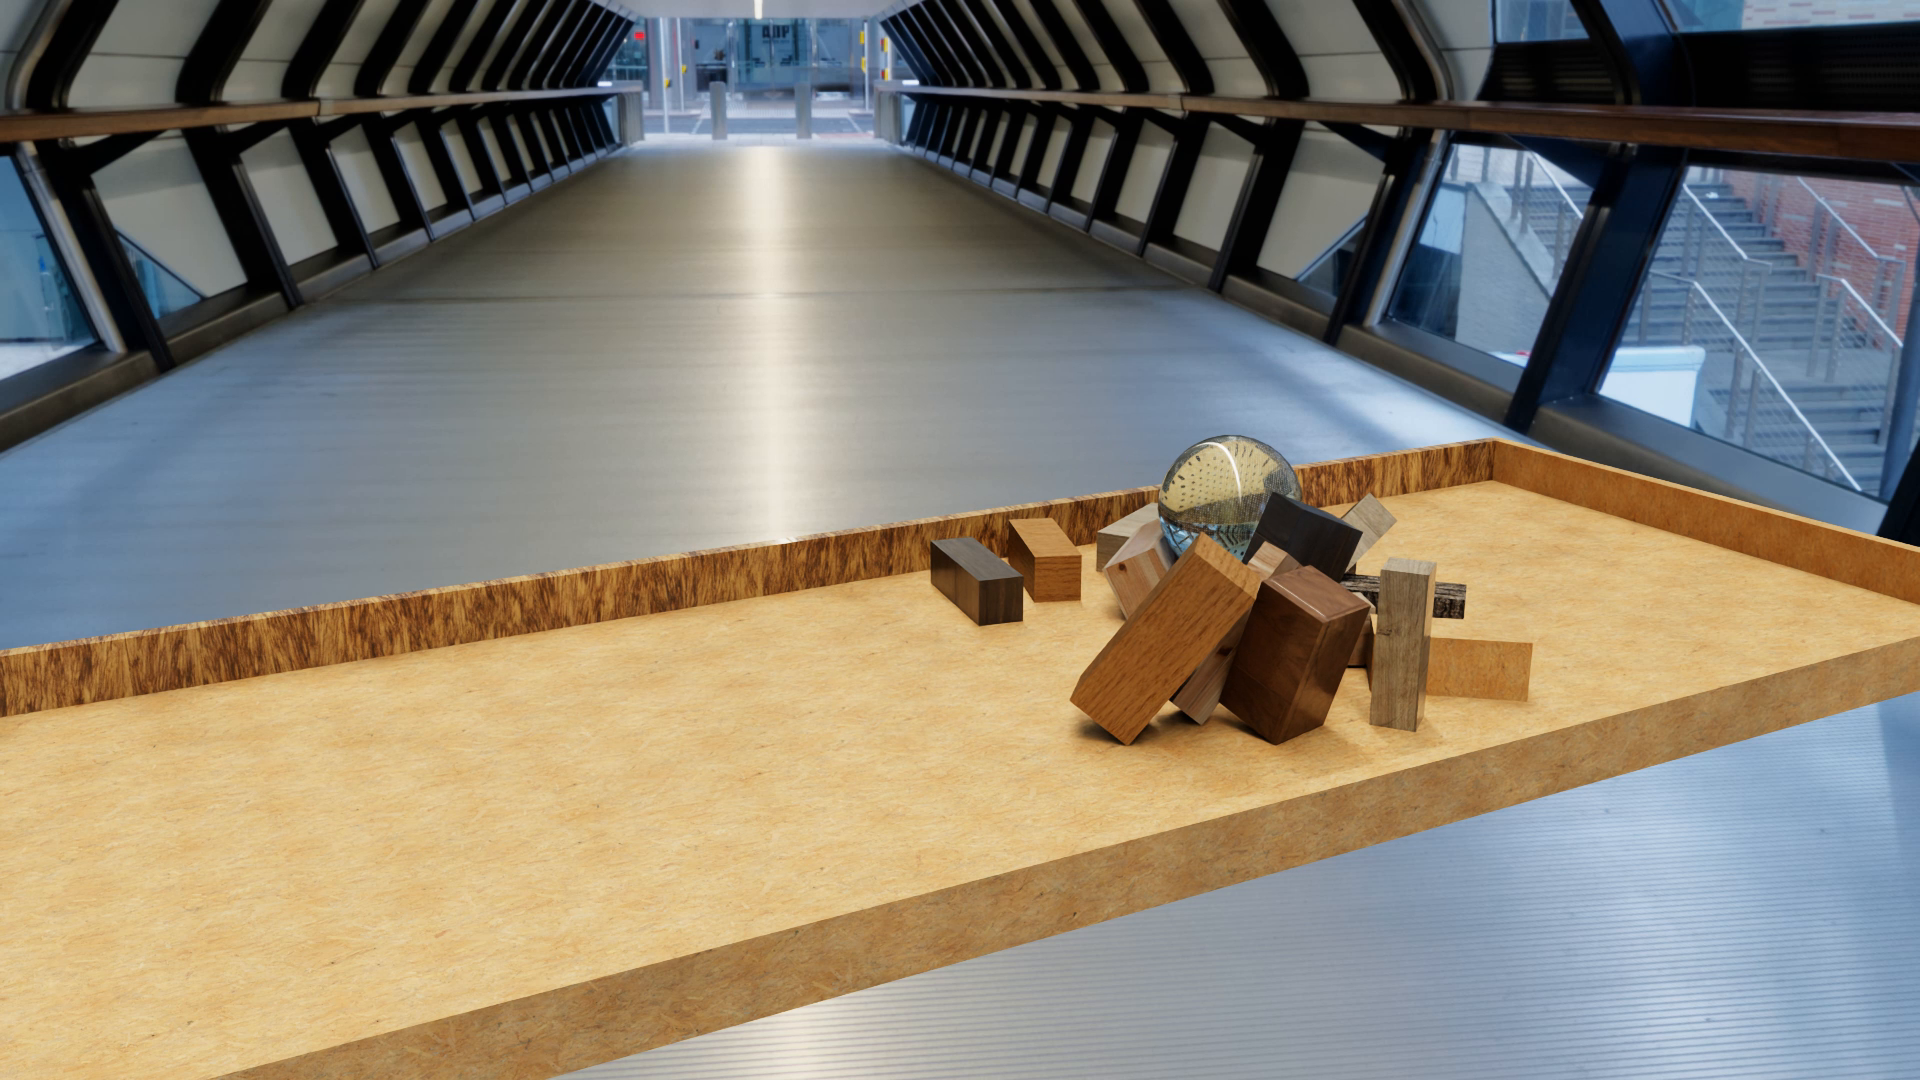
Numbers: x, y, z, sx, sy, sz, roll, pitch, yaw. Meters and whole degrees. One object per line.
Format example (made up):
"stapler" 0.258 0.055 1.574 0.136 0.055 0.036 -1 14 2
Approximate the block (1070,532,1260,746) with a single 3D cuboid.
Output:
"block" 0.466 0.225 3.753 0.170 0.460 0.170 38 21 1

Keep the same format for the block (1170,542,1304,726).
"block" 0.646 0.219 3.895 0.106 0.439 0.106 38 1 -25

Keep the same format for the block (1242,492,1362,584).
"block" 0.793 0.129 4.075 0.176 0.438 0.176 19 10 -18

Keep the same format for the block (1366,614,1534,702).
"block" 1.211 0.291 4.098 0.373 0.151 0.151 3 17 10

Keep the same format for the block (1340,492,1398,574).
"block" 1.000 0.062 4.519 0.450 0.110 0.110 -41 -7 -22

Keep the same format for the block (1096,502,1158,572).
"block" 0.571 -0.004 5.147 0.125 0.125 0.399 10 19 29

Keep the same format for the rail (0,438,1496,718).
"rail" -3.305 0.497 3.399 12.000 0.150 0.050 -9 18 -27

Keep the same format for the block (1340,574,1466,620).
"block" 1.188 0.192 4.449 0.328 0.142 0.142 5 17 17

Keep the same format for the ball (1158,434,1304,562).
"ball" 0.746 -0.091 4.552 0.399 0.399 0.399 0 16 0

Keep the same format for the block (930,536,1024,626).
"block" 0.044 0.114 4.735 0.131 0.131 0.414 -6 17 -19

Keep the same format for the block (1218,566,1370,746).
"block" 0.765 0.263 3.785 0.180 0.341 0.180 -14 40 -40

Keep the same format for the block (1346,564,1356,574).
"block" 0.951 0.071 4.857 0.415 0.144 0.144 -6 18 -21

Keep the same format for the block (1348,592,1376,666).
"block" 0.887 0.230 4.284 0.340 0.152 0.152 0 13 -1

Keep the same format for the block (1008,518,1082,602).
"block" 0.249 0.056 4.921 0.137 0.137 0.400 -3 17 -9

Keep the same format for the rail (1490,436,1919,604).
"rail" 2.466 -0.048 5.253 0.050 0.150 2.100 -9 18 -27

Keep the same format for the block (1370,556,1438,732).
"block" 1.033 0.243 3.849 0.108 0.383 0.108 7 18 24

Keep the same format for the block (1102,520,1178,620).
"block" 0.571 0.064 4.743 0.164 0.164 0.454 -24 6 24

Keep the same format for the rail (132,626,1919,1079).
"rail" -2.336 1.006 1.665 12.000 0.150 0.050 -9 18 -27
